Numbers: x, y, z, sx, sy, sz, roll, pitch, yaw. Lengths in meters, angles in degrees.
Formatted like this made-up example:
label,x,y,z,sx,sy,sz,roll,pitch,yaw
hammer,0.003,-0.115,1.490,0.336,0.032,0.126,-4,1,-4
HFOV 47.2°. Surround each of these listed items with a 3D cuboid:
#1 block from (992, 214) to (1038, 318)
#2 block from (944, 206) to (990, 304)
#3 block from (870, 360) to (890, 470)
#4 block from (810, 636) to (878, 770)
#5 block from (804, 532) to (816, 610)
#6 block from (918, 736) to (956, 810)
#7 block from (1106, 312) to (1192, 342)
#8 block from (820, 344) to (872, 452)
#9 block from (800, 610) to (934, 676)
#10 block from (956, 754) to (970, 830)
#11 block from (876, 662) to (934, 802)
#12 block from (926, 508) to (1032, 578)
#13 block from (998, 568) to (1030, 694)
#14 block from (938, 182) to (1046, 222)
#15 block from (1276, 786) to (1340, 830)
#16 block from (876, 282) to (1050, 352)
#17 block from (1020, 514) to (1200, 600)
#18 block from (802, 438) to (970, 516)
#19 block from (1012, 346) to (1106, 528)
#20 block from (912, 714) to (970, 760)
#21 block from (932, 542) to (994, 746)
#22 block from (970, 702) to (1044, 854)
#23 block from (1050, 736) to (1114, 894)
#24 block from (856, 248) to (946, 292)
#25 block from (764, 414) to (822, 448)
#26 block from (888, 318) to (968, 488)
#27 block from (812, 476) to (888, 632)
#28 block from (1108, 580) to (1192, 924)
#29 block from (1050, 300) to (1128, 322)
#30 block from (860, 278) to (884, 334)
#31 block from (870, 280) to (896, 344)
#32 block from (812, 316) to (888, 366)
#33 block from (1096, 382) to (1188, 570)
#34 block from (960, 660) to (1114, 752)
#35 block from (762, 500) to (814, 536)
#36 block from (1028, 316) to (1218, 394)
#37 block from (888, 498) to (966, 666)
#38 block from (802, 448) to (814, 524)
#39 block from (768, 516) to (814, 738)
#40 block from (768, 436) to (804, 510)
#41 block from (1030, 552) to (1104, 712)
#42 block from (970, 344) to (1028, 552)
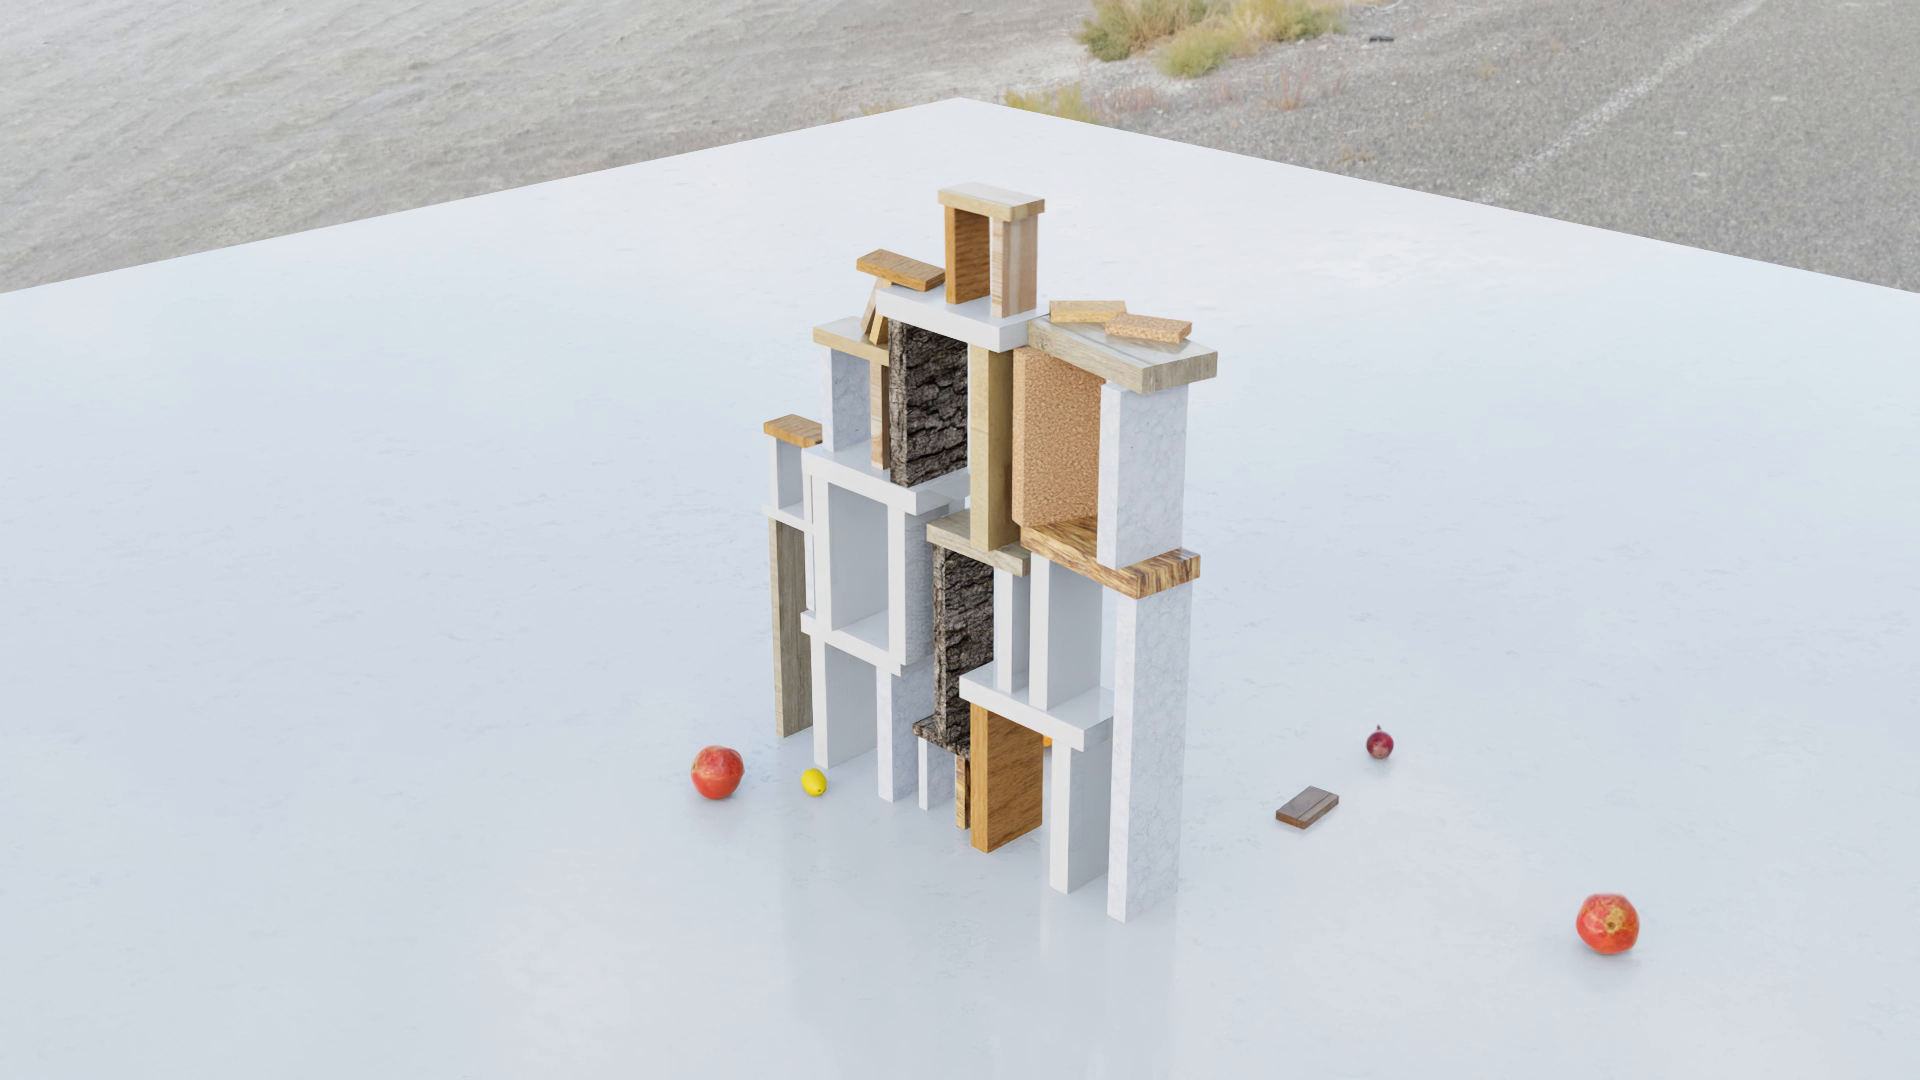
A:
label,x,y,z,sx,sy,sz,roll,pitch,yaw
block,0.097,-0.491,3.907,0.090,0.179,0.025,-21,31,-40
block,0.014,-0.525,3.986,0.090,0.179,0.025,-21,30,-40
block,-0.123,-0.253,4.256,0.030,0.215,0.108,21,31,40
block,-0.240,0.319,4.627,0.042,0.298,0.149,21,31,41
block,-0.279,0.053,4.546,0.086,0.172,0.024,-21,31,-40
block,-0.047,0.461,4.466,0.023,0.162,0.081,21,31,40
block,0.328,-0.370,3.827,0.135,0.019,0.067,10,25,22
block,-0.224,-0.293,4.350,0.030,0.215,0.108,21,31,40
block,-0.171,0.190,4.496,0.149,0.042,0.298,-21,31,-41
block,0.029,0.491,4.396,0.023,0.162,0.081,21,31,40
block,-0.100,0.374,4.498,0.042,0.298,0.149,21,31,41
block,0.069,0.002,4.152,0.247,0.035,0.124,21,31,40
block,0.127,0.154,4.154,0.035,0.247,0.124,21,31,40
block,0.055,-0.602,3.907,0.090,0.025,0.179,-21,31,-40
block,0.705,0.542,4.459,0.068,0.019,0.135,17,29,35
block,0.015,-0.419,4.026,0.163,0.046,0.327,-20,30,-39
block,0.268,0.018,3.948,0.154,0.044,0.308,-18,29,-35
block,-0.141,-0.135,4.312,0.327,0.046,0.163,21,31,41
block,0.179,-0.194,3.973,0.163,0.327,0.046,-10,25,-22
block,-0.009,0.391,4.396,0.162,0.023,0.081,21,31,40
block,0.008,0.189,4.298,0.124,0.424,0.035,-18,29,-36
block,0.093,0.441,4.315,0.158,0.317,0.045,-21,31,-41
block,0.243,0.500,4.178,0.045,0.317,0.158,21,31,40
block,-0.108,-0.505,4.115,0.155,0.022,0.077,21,32,26
block,-0.317,-0.218,4.467,0.158,0.022,0.079,21,31,40
block,-0.059,-0.277,4.170,0.046,0.327,0.163,21,31,40
block,-0.219,0.007,4.456,0.163,0.327,0.046,-21,31,-41
block,0.346,0.376,4.016,0.154,0.669,0.044,-21,31,-41
block,0.228,-0.408,3.915,0.135,0.019,0.067,0,23,0
block,-0.135,-0.460,4.209,0.077,0.155,0.022,-14,59,-29
block,-0.124,-0.440,4.165,0.071,0.141,0.020,-20,50,-38
block,-0.173,-0.386,4.255,0.215,0.030,0.108,21,31,40
block,0.316,-0.125,3.811,0.163,0.327,0.046,-18,29,-36
block,0.168,0.303,4.177,0.317,0.045,0.158,21,31,40
block,-0.320,-0.053,4.544,0.086,0.024,0.172,-21,31,-40
block,0.279,-0.335,3.828,0.163,0.046,0.327,-15,27,-31
block,-0.065,0.067,4.313,0.163,0.327,0.046,-21,31,-40
block,-0.282,-0.120,4.469,0.022,0.158,0.079,20,30,39
block,-0.359,0.178,4.687,0.024,0.512,0.086,21,31,41
block,-0.354,-0.150,4.537,0.079,0.158,0.022,-21,31,-40
block,0.198,0.149,4.089,0.044,0.308,0.154,21,30,40
block,0.093,-0.189,4.048,0.163,0.396,0.046,-21,30,-40
